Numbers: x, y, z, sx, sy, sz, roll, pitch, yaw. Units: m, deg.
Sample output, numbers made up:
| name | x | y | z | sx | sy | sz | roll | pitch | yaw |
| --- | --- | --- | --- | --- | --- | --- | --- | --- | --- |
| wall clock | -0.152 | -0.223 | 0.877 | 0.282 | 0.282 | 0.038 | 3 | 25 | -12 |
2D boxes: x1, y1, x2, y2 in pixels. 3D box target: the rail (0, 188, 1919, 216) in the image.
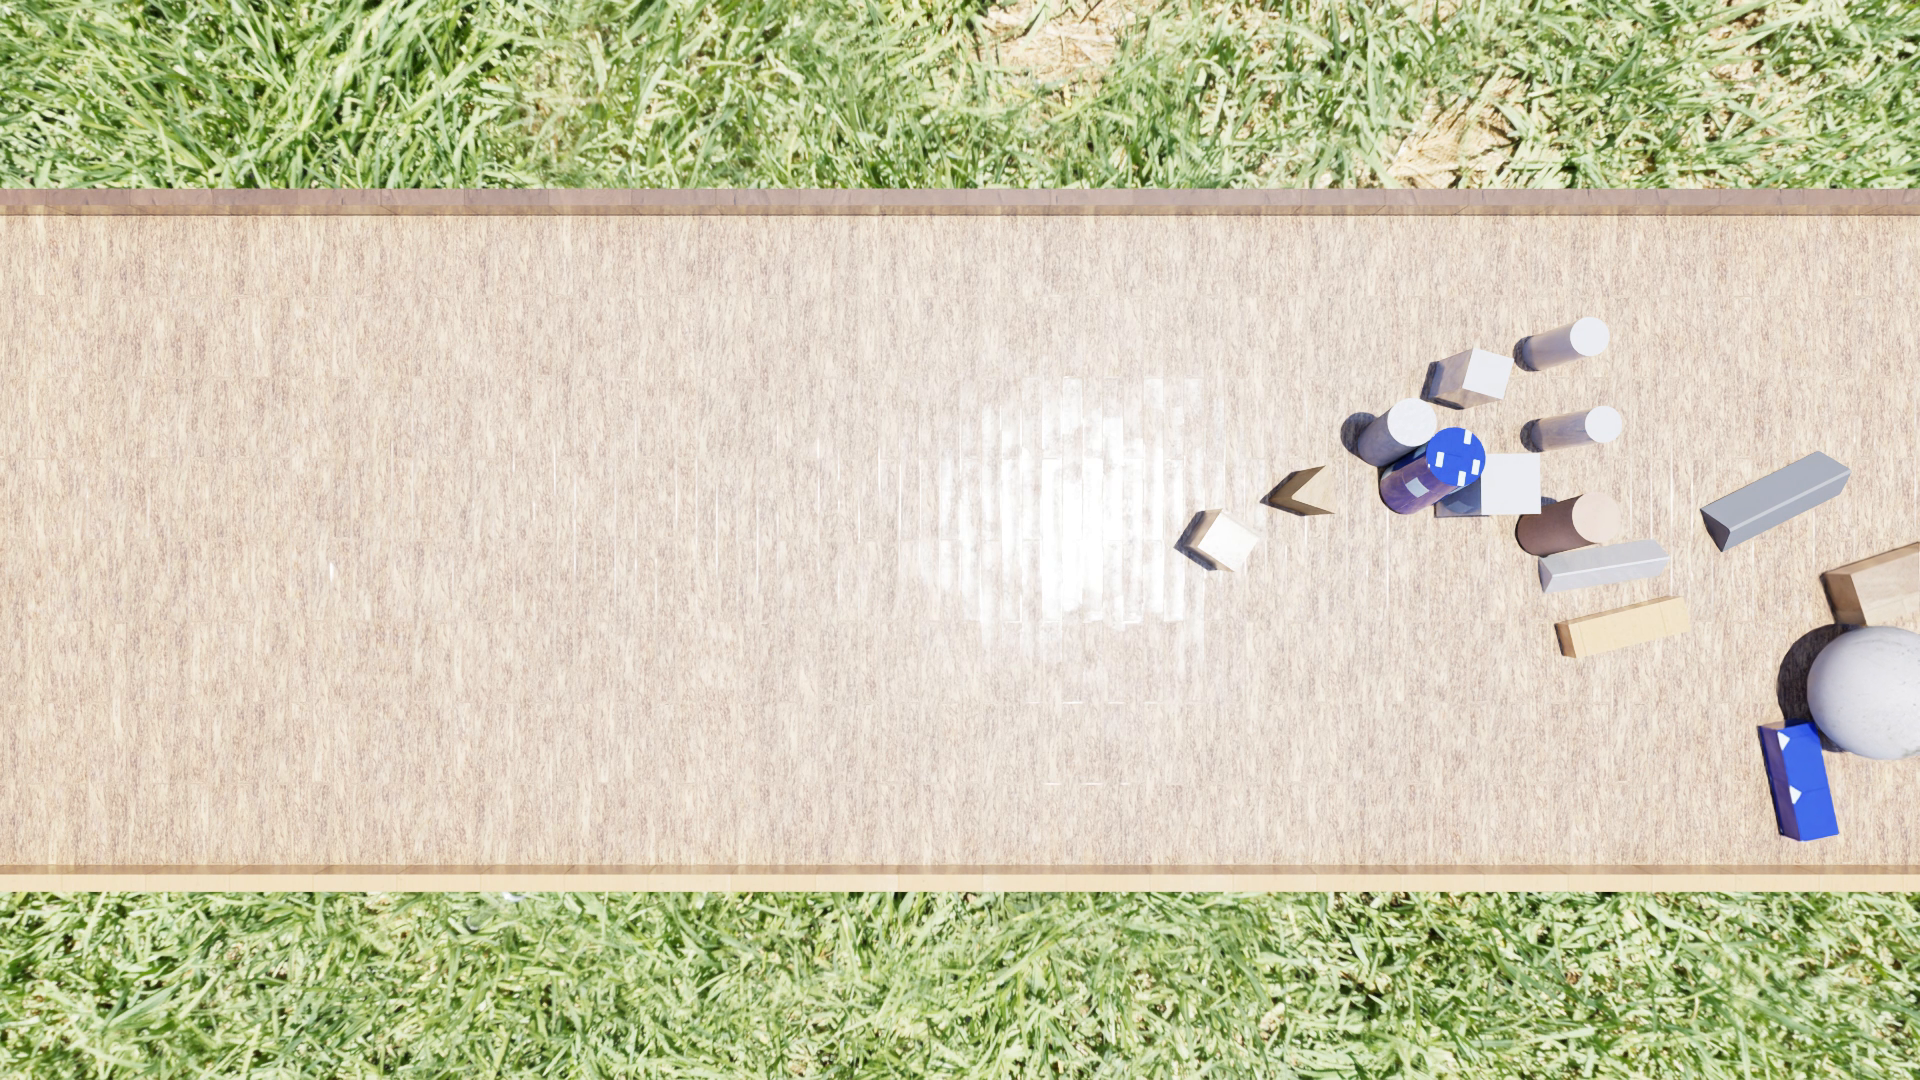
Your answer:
| name | x | y | z | sx | sy | sz | roll | pitch | yaw |
| --- | --- | --- | --- | --- | --- | --- | --- | --- | --- |
| rail | -2.247 | -1.025 | 5.002 | 12.000 | 0.150 | 0.050 | 0 | 90 | 0 |

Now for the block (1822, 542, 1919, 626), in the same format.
| name | x | y | z | sx | sy | sz | roll | pitch | yaw |
| --- | --- | --- | --- | --- | --- | --- | --- | --- | --- |
| block | 2.861 | 0.120 | 4.995 | 0.383 | 0.163 | 0.163 | -18 | 90 | 0 |

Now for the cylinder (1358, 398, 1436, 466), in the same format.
| name | x | y | z | sx | sy | sz | roll | pitch | yaw |
| --- | --- | --- | --- | --- | --- | --- | --- | --- | --- |
| cylinder | 1.281 | -0.312 | 4.854 | 0.137 | 0.434 | 0.137 | 0 | 85 | 3 |

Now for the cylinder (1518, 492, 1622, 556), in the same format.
| name | x | y | z | sx | sy | sz | roll | pitch | yaw |
| --- | --- | --- | --- | --- | --- | --- | --- | --- | --- |
| cylinder | 1.803 | -0.044 | 4.894 | 0.148 | 0.346 | 0.148 | 1 | 83 | -7 |

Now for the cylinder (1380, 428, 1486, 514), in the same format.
| name | x | y | z | sx | sy | sz | roll | pitch | yaw |
| --- | --- | --- | --- | --- | --- | --- | --- | --- | --- |
| cylinder | 1.387 | -0.199 | 4.859 | 0.172 | 0.410 | 0.172 | 1 | 80 | -4 |

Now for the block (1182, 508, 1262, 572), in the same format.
| name | x | y | z | sx | sy | sz | roll | pitch | yaw |
| --- | --- | --- | --- | --- | --- | --- | --- | --- | --- |
| block | 0.774 | 0.001 | 4.902 | 0.133 | 0.350 | 0.133 | 33 | 90 | 0 |

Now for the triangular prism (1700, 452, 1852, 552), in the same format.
| name | x | y | z | sx | sy | sz | roll | pitch | yaw |
| --- | --- | --- | --- | --- | --- | --- | --- | --- | --- |
| triangular prism | 2.491 | -0.119 | 5.009 | 0.405 | 0.128 | 0.148 | -26 | 90 | 0 |

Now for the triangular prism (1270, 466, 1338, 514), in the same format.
| name | x | y | z | sx | sy | sz | roll | pitch | yaw |
| --- | --- | --- | --- | --- | --- | --- | --- | --- | --- |
| triangular prism | 1.034 | -0.156 | 4.896 | 0.139 | 0.361 | 0.120 | 18 | 90 | 0 |

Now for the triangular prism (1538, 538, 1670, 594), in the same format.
| name | x | y | z | sx | sy | sz | roll | pitch | yaw |
| --- | --- | --- | --- | --- | --- | --- | --- | --- | --- |
| triangular prism | 1.964 | 0.081 | 5.025 | 0.358 | 0.098 | 0.114 | -9 | 90 | 0 |

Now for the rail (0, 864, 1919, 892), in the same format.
| name | x | y | z | sx | sy | sz | roll | pitch | yaw |
| --- | --- | --- | --- | --- | --- | --- | --- | --- | --- |
| rail | -2.247 | 1.025 | 5.001 | 12.000 | 0.150 | 0.050 | 0 | 90 | 0 |

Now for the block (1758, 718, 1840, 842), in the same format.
| name | x | y | z | sx | sy | sz | roll | pitch | yaw |
| --- | --- | --- | --- | --- | --- | --- | --- | --- | --- |
| block | 2.551 | 0.728 | 5.018 | 0.117 | 0.117 | 0.346 | -12 | 90 | 0 |

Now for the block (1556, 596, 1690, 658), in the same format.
| name | x | y | z | sx | sy | sz | roll | pitch | yaw |
| --- | --- | --- | --- | --- | --- | --- | --- | --- | --- |
| block | 2.020 | 0.264 | 5.024 | 0.355 | 0.104 | 0.104 | -14 | 90 | 0 |

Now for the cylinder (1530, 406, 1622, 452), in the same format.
| name | x | y | z | sx | sy | sz | roll | pitch | yaw |
| --- | --- | --- | --- | --- | --- | --- | --- | --- | --- |
| cylinder | 1.809 | -0.325 | 4.856 | 0.104 | 0.441 | 0.104 | 0 | 90 | 0 |

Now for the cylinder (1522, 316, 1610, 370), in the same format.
| name | x | y | z | sx | sy | sz | roll | pitch | yaw |
| --- | --- | --- | --- | --- | --- | --- | --- | --- | --- |
| cylinder | 1.787 | -0.577 | 4.878 | 0.111 | 0.397 | 0.111 | 0 | 90 | 0 |

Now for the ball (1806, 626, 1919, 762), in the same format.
| name | x | y | z | sx | sy | sz | roll | pitch | yaw |
| --- | --- | --- | --- | --- | --- | --- | --- | --- | --- |
| ball | 2.727 | 0.452 | 4.877 | 0.399 | 0.399 | 0.399 | 0 | 90 | 0 |

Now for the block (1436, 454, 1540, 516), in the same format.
| name | x | y | z | sx | sy | sz | roll | pitch | yaw |
| --- | --- | --- | --- | --- | --- | --- | --- | --- | --- |
| block | 1.560 | -0.160 | 4.888 | 0.173 | 0.366 | 0.173 | -1 | 90 | -4 |

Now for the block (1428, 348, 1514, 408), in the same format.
| name | x | y | z | sx | sy | sz | roll | pitch | yaw |
| --- | --- | --- | --- | --- | --- | --- | --- | --- | --- |
| block | 1.514 | -0.477 | 4.902 | 0.120 | 0.348 | 0.120 | 16 | 90 | 0 |
